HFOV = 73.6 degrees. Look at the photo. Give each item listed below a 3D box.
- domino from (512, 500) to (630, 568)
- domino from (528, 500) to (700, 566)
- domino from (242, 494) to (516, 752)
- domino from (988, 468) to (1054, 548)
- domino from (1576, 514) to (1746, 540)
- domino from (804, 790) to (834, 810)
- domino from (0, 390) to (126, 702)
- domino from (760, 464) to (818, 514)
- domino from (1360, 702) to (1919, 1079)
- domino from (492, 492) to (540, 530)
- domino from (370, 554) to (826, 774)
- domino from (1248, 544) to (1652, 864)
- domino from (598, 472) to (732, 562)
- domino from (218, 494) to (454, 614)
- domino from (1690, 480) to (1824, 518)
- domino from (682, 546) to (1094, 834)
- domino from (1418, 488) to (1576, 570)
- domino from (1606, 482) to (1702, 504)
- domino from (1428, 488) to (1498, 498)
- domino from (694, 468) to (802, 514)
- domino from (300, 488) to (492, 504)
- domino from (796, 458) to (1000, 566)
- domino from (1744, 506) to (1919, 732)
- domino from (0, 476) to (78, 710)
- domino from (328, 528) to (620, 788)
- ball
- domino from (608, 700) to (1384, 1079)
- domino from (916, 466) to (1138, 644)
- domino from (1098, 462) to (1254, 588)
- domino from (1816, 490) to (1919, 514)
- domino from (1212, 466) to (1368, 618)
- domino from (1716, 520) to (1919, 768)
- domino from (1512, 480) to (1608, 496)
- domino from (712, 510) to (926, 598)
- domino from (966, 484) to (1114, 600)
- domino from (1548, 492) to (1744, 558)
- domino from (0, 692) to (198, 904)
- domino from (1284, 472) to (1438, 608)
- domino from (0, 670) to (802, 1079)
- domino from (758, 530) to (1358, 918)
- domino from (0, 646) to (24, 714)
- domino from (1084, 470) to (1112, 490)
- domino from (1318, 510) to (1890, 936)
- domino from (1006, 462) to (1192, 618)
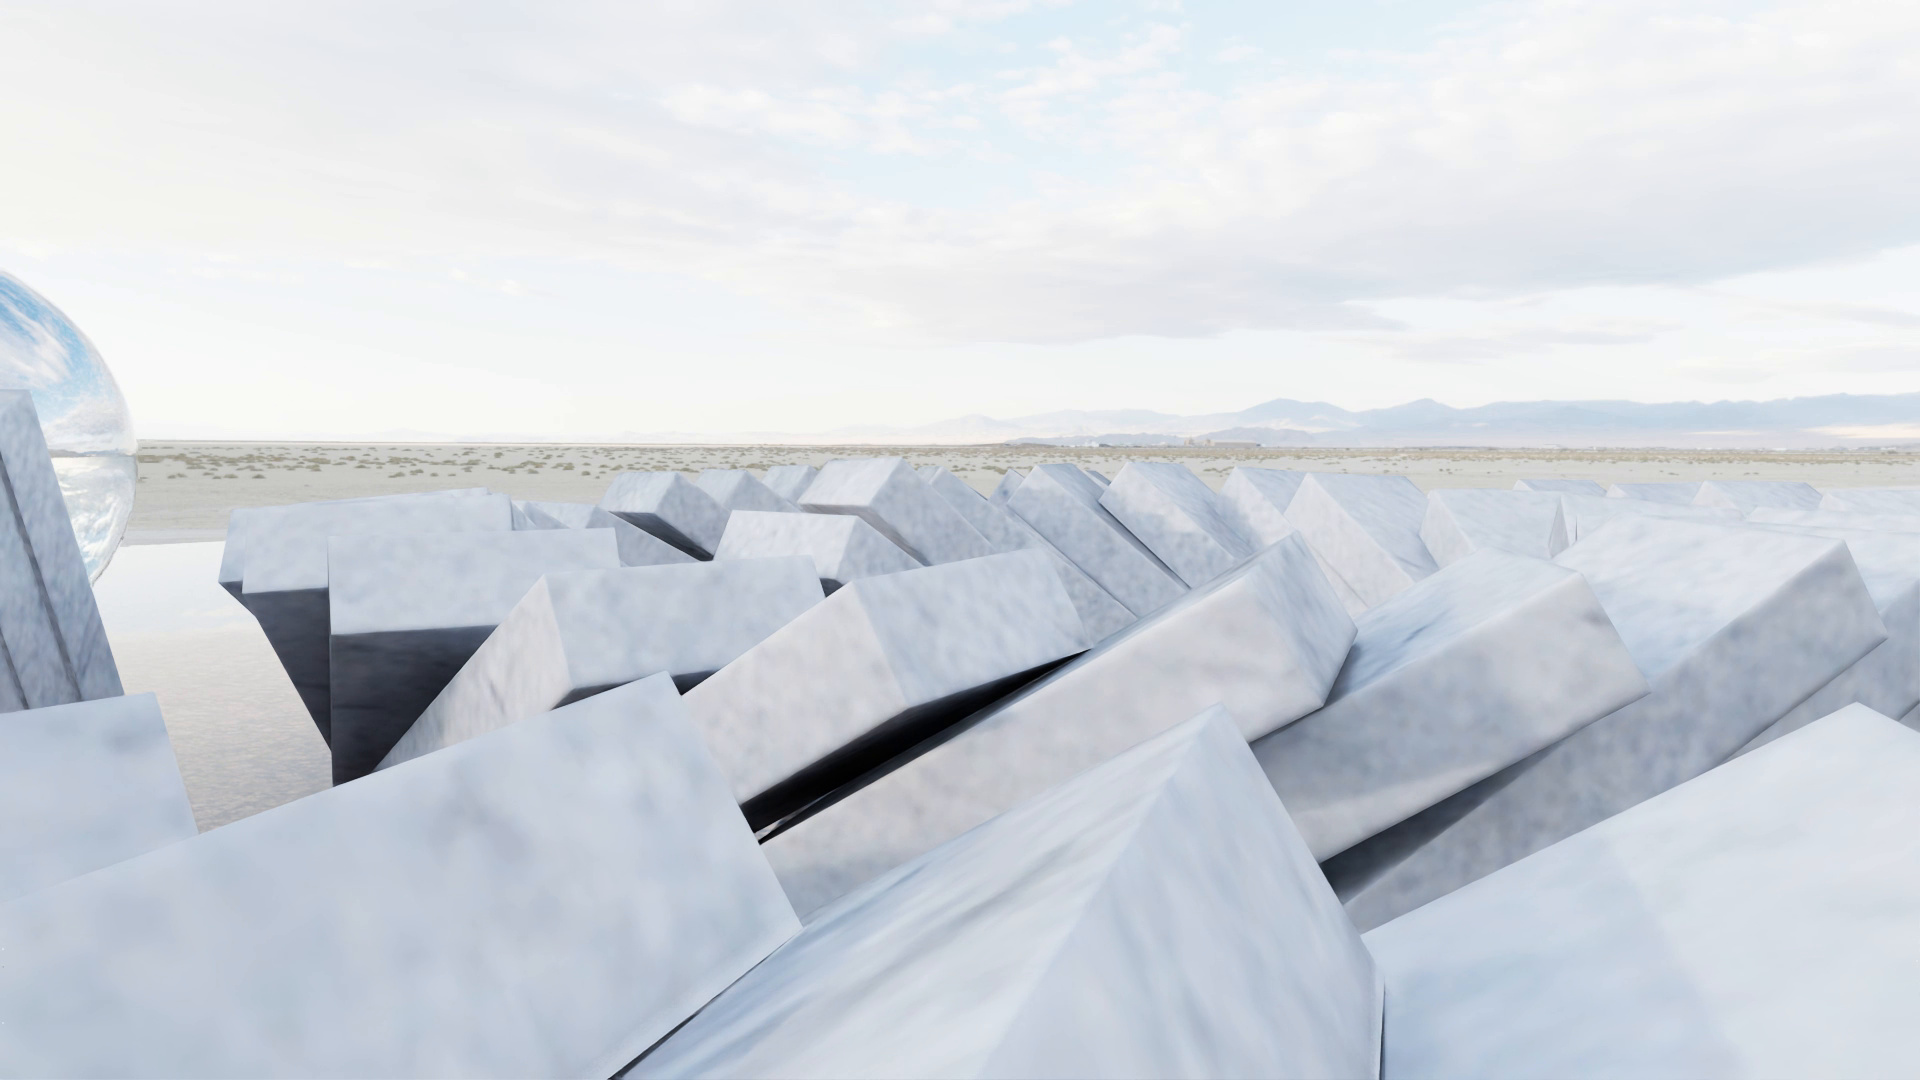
[{"bbox_3d":[-0.072,0.008,0.232,0.025,0.010,0.050,0,-25,28],"label":"domino"},{"bbox_3d":[-0.061,0.008,0.255,0.025,0.010,0.050,4,-22,43],"label":"domino"},{"bbox_3d":[-0.064,0.013,0.151,0.025,0.009,0.050,-4,-29,-16],"label":"domino"},{"bbox_3d":[0.030,0.001,0.311,0.050,0.009,0.025,35,5,2],"label":"domino"},{"bbox_3d":[0.089,0.014,0.156,0.025,0.010,0.050,2,34,24],"label":"domino"},{"bbox_3d":[-0.003,0.025,0.170,0.025,0.010,0.050,0,4,6],"label":"domino"},{"bbox_3d":[-0.130,0.005,0.167,0.025,0.050,0.009,-1,29,-8],"label":"domino"},{"bbox_3d":[-0.022,0.002,0.293,0.050,0.009,0.025,38,-15,-24],"label":"domino"},{"bbox_3d":[0.005,0.023,0.032,0.050,0.009,0.025,-31,-2,14],"label":"domino"},{"bbox_3d":[-0.075,0.009,0.208,0.025,0.010,0.050,-3,-27,9],"label":"domino"},{"bbox_3d":[-0.036,0.017,0.122,0.025,0.010,0.050,-4,-23,-42],"label":"domino"},{"bbox_3d":[0.025,0.018,0.104,0.050,0.009,0.025,-31,-1,10],"label":"domino"},{"bbox_3d":[-0.049,0.004,0.270,0.025,0.010,0.050,3,-30,49],"label":"domino"},{"bbox_3d":[-0.072,0.012,0.169,0.025,0.009,0.050,-4,-28,-4],"label":"domino"},{"bbox_3d":[0.158,0.008,0.230,0.025,0.009,0.050,0,37,-17],"label":"domino"},{"bbox_3d":[-0.016,0.017,0.110,0.050,0.009,0.025,-33,-14,33],"label":"domino"},{"bbox_3d":[0.093,0.010,0.199,0.025,0.009,0.050,1,36,-5],"label":"domino"},{"bbox_3d":[0.149,0.007,0.246,0.025,0.010,0.050,-2,37,-22],"label":"domino"},{"bbox_3d":[0.126,0.006,0.278,0.025,0.009,0.050,-3,34,-34],"label":"domino"},{"bbox_3d":[-0.035,0.003,0.284,0.050,0.010,0.025,39,-16,-27],"label":"domino"},{"bbox_3d":[-0.073,0.010,0.187,0.025,0.009,0.050,-5,-28,-1],"label":"domino"},{"bbox_3d":[-0.002,0.006,0.220,0.050,0.010,0.025,44,-21,-27],"label":"domino"},{"bbox_3d":[0.081,0.015,0.130,0.050,0.009,0.025,-37,20,-21],"label":"domino"},{"bbox_3d":[-0.129,0.006,0.157,0.025,0.050,0.009,-1,29,-8],"label":"domino"},{"bbox_3d":[-0.053,0.015,0.137,0.025,0.009,0.050,-2,-27,-27],"label":"domino"},{"bbox_3d":[-0.190,-0.014,0.223,0.080,0.080,0.080,0,4,0],"label":"ball"},{"bbox_3d":[-0.014,0.023,0.036,0.050,0.009,0.025,-31,-5,20],"label":"domino"},{"bbox_3d":[0.011,0.006,0.235,0.050,0.009,0.025,38,-4,-10],"label":"domino"},{"bbox_3d":[0.051,0.005,0.240,0.050,0.010,0.025,45,24,23],"label":"domino"},{"bbox_3d":[0.166,0.010,0.209,0.025,0.010,0.050,0,36,-3],"label":"domino"},{"bbox_3d":[0.071,0.006,0.235,0.025,0.010,0.050,2,38,-35],"label":"domino"},{"bbox_3d":[0.065,0.016,0.117,0.050,0.010,0.025,-34,12,-11],"label":"domino"},{"bbox_3d":[0.138,0.005,0.263,0.025,0.009,0.050,-1,36,-30],"label":"domino"},{"bbox_3d":[-0.012,0.011,0.200,0.025,0.010,0.050,3,-24,38],"label":"domino"},{"bbox_3d":[0.014,0.001,0.310,0.050,0.010,0.025,34,4,-2],"label":"domino"},{"bbox_3d":[0.099,0.012,0.179,0.025,0.009,0.050,7,35,15],"label":"domino"},{"bbox_3d":[-0.053,0.022,0.050,0.050,0.010,0.025,-33,-14,31],"label":"domino"},{"bbox_3d":[0.080,0.007,0.219,0.025,0.010,0.050,0,39,-30],"label":"domino"},{"bbox_3d":[-0.032,0.022,0.041,0.050,0.009,0.025,-32,-6,24],"label":"domino"},{"bbox_3d":[0.006,0.017,0.103,0.050,0.009,0.025,-32,-5,23],"label":"domino"},{"bbox_3d":[-0.128,0.007,0.146,0.025,0.050,0.010,-1,29,-8],"label":"domino"},{"bbox_3d":[0.049,0.001,0.310,0.050,0.009,0.025,35,9,8],"label":"domino"},{"bbox_3d":[0.048,0.016,0.111,0.050,0.010,0.025,-34,12,-6],"label":"domino"},{"bbox_3d":[0.034,0.005,0.243,0.050,0.009,0.025,41,16,13],"label":"domino"}]
